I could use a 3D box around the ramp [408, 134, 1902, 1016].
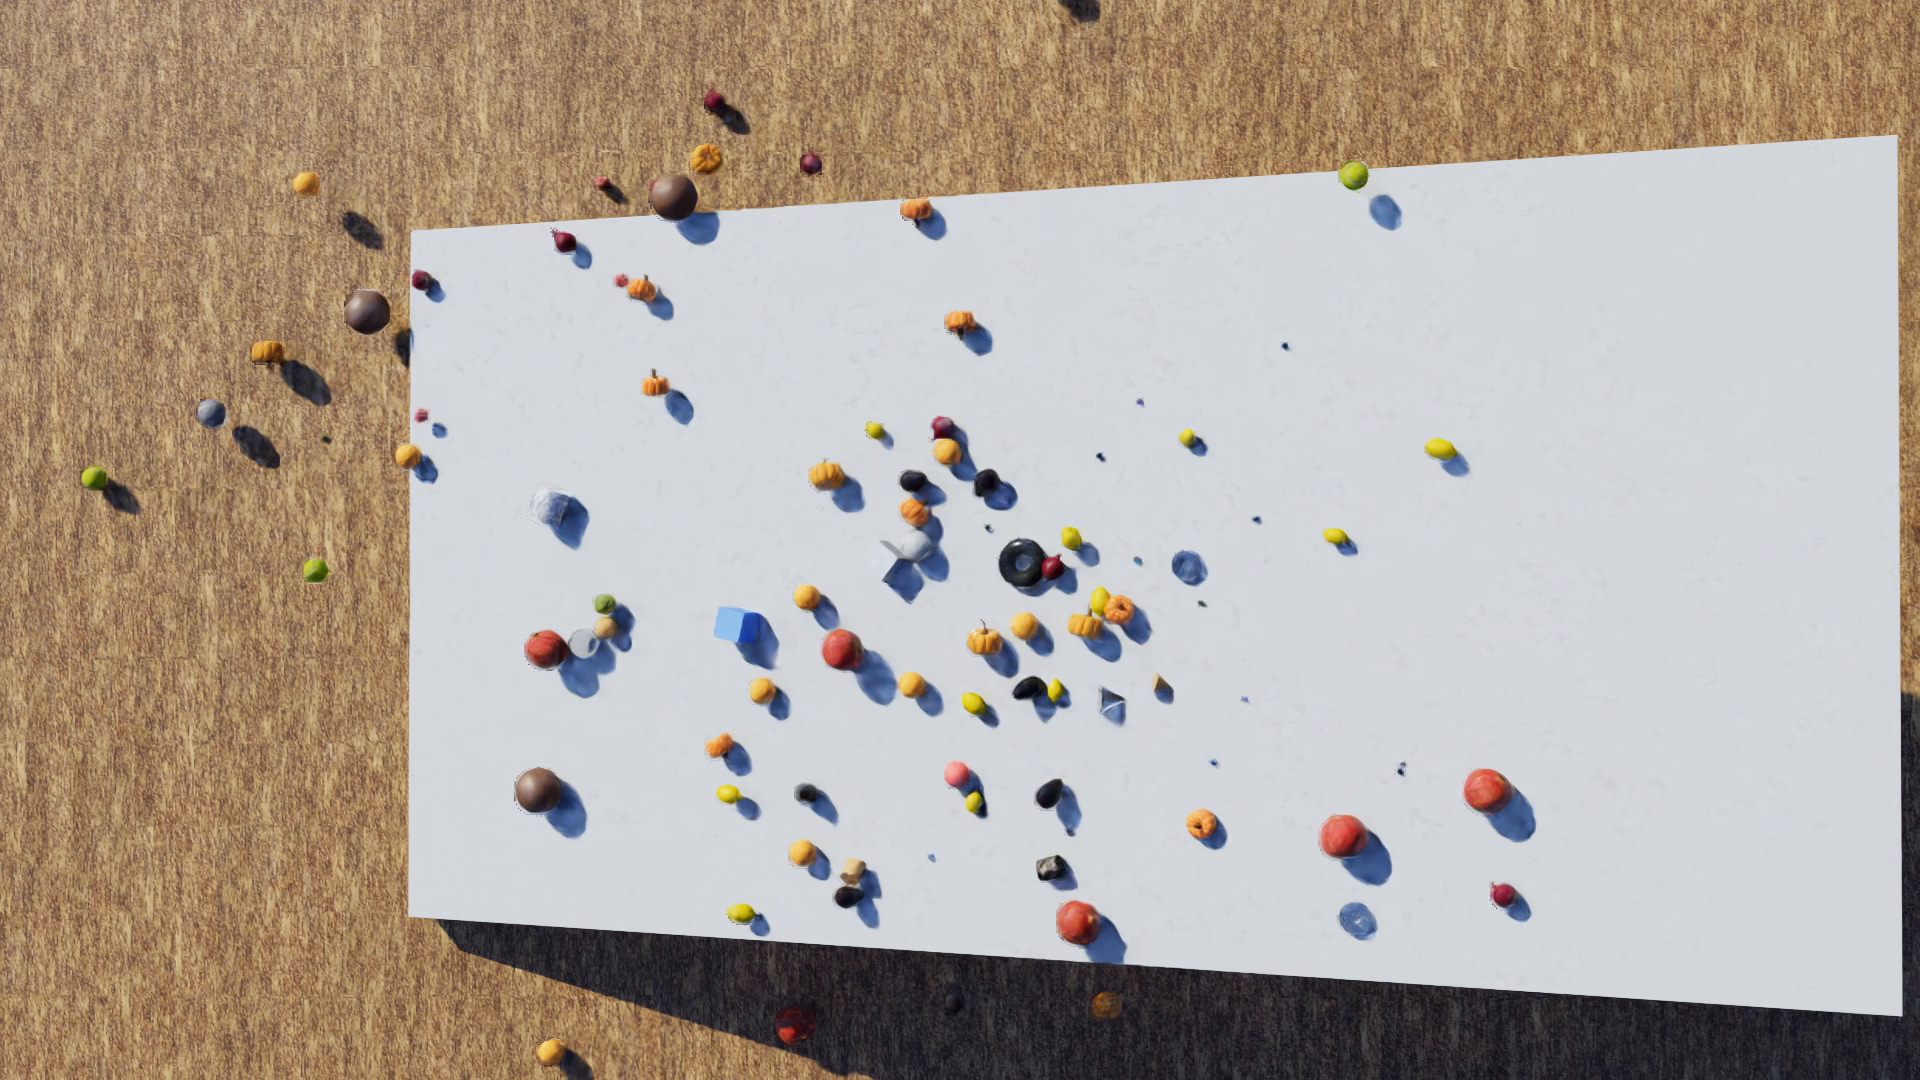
[{"bbox_3d":[0.282,0.088,5.749,4.000,0.100,2.000,0,89,21],"label":"ramp"}]

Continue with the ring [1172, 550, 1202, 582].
[{"bbox_3d":[0.574,0.064,5.570,0.080,0.027,0.080,-1,88,20],"label":"ring"}]

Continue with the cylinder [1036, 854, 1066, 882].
[{"bbox_3d":[0.233,0.847,5.673,0.057,0.057,0.057,-16,89,20],"label":"cylinder"}]

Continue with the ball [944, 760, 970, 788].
[{"bbox_3d":[-0.009,0.614,5.762,0.070,0.070,0.070,0,89,0],"label":"ball"}]

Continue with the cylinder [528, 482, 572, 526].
[{"bbox_3d":[-1.154,-0.100,6.194,0.094,0.094,0.094,23,98,0],"label":"cylinder"}]

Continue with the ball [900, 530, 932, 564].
[{"bbox_3d":[-0.115,0.018,5.802,0.085,0.085,0.085,0,89,0],"label":"ball"}]

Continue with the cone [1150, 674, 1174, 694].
[{"bbox_3d":[0.519,0.371,5.588,0.054,0.054,0.054,16,89,-7],"label":"cone"}]

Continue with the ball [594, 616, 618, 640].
[{"bbox_3d":[-0.987,0.245,6.142,0.067,0.067,0.067,0,89,0],"label":"ball"}]

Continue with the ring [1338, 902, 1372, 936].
[{"bbox_3d":[0.972,0.931,5.407,0.083,0.028,0.083,-1,88,22],"label":"ring"}]

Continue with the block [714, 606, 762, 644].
[{"bbox_3d":[-0.606,0.231,5.981,0.084,0.084,0.084,13,94,29],"label":"block"}]

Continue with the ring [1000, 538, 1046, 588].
[{"bbox_3d":[0.162,0.060,5.719,0.131,0.044,0.131,0,89,22],"label":"ring"}]

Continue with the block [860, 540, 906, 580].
[{"bbox_3d":[-0.199,0.054,5.838,0.077,0.077,0.077,40,103,17],"label":"block"}]

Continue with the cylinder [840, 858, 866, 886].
[{"bbox_3d":[-0.284,0.883,5.854,0.053,0.053,0.053,26,50,0],"label":"cylinder"}]

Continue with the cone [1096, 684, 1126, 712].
[{"bbox_3d":[0.392,0.407,5.632,0.072,0.072,0.072,1,89,-6],"label":"cone"}]

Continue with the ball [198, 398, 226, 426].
[{"bbox_3d":[-2.189,-0.373,6.436,0.081,0.081,0.081,0,89,0],"label":"ball"}]

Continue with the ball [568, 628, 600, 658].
[{"bbox_3d":[-1.053,0.289,6.156,0.086,0.086,0.086,0,89,0],"label":"ball"}]
